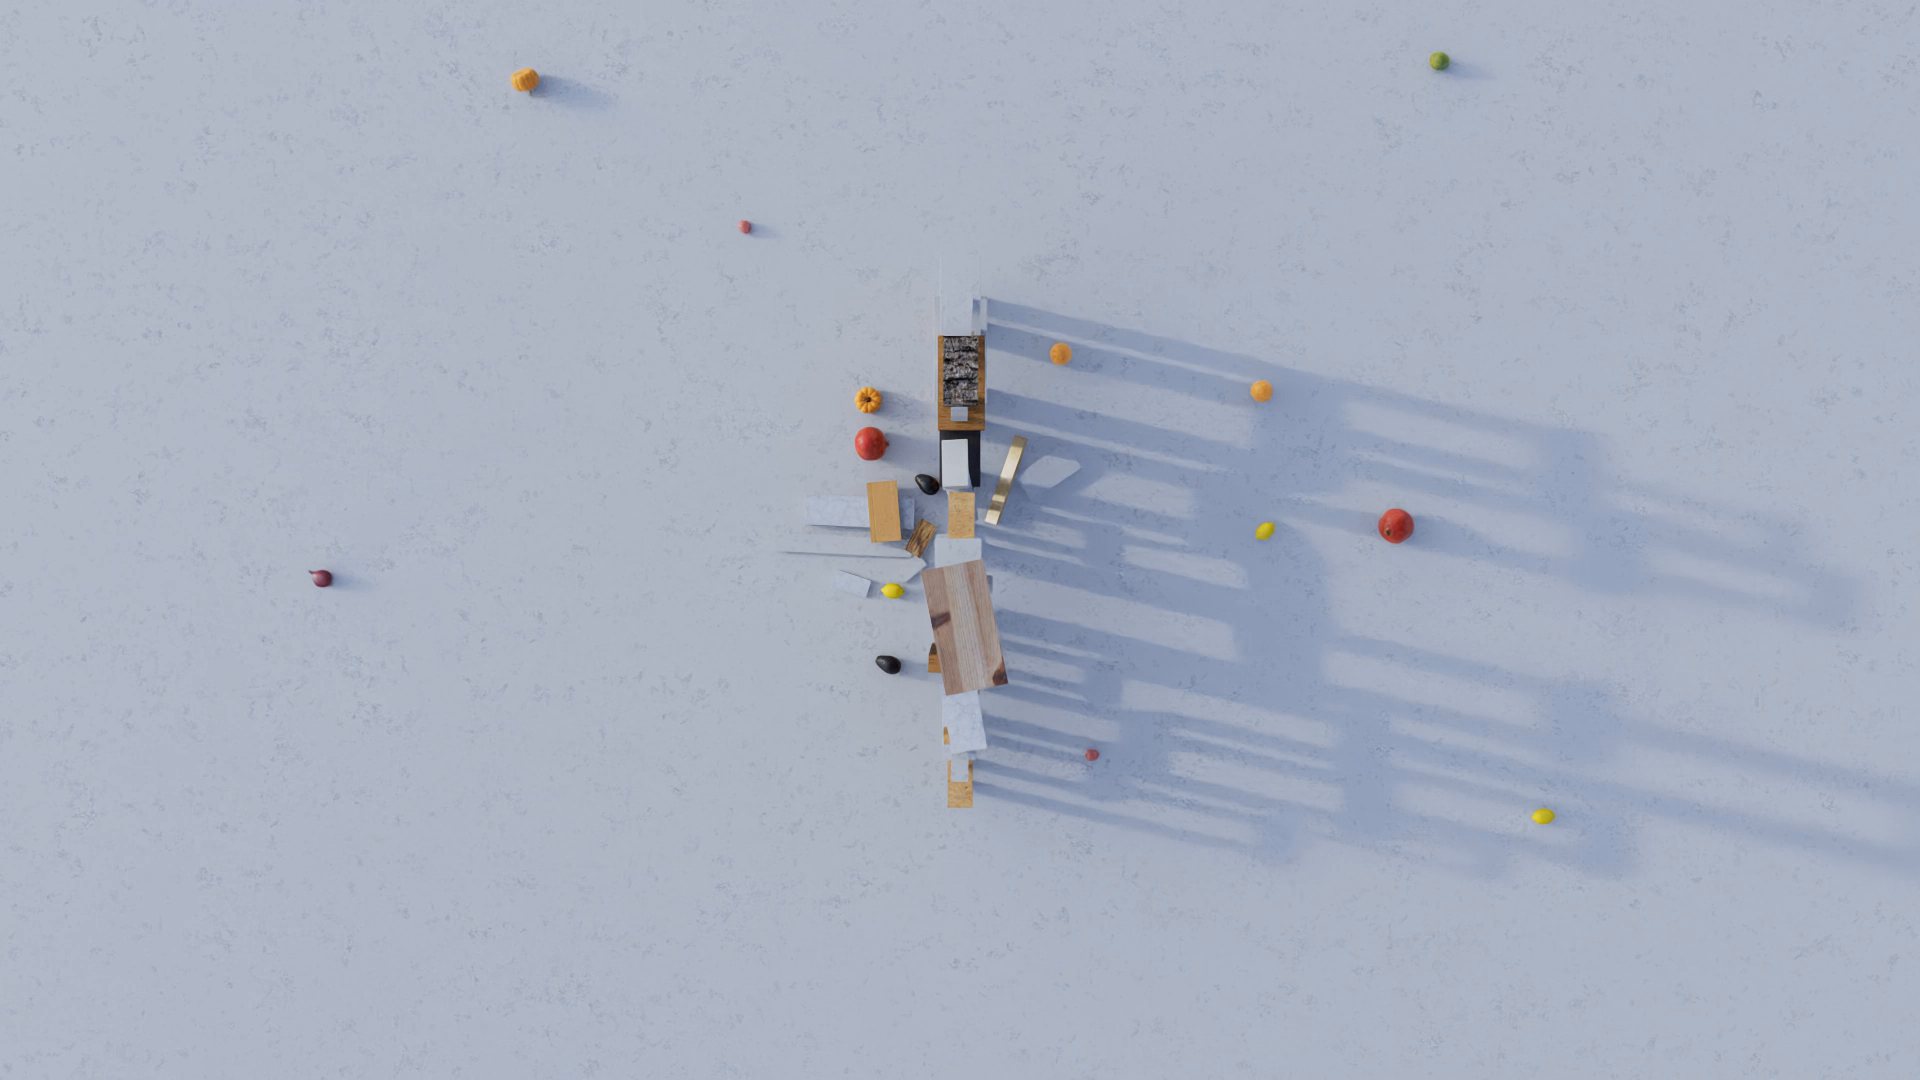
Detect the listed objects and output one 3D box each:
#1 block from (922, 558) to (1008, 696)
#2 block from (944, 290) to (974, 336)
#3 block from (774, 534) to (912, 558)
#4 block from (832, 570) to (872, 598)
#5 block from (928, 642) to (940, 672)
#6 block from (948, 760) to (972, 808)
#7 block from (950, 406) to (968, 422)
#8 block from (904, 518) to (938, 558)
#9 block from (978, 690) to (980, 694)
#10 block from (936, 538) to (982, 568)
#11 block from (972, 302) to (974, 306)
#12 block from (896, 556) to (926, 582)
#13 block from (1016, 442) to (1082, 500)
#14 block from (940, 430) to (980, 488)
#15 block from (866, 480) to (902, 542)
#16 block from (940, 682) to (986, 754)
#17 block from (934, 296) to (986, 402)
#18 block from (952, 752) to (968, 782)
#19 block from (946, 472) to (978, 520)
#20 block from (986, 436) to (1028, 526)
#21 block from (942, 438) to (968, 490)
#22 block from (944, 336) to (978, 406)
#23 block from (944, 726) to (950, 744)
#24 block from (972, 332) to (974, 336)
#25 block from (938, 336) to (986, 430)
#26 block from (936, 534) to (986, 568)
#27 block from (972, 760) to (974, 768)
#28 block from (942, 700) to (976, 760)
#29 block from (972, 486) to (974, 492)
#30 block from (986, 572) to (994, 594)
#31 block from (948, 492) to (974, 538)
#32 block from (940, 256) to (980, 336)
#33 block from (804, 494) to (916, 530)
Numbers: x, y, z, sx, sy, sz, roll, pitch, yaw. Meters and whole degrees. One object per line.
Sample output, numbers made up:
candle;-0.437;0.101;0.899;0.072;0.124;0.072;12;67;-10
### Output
block;0.012;0.236;4.475;0.172;0.049;0.344;-11;90;0
block;-0.004;-0.624;4.651;0.076;0.021;0.151;3;90;0
block;-0.388;0.017;5.492;0.458;0.017;0.059;3;90;0
block;-0.360;0.145;5.492;0.119;0.017;0.059;18;90;0
block;-0.001;0.342;4.785;0.172;0.571;0.049;2;90;0
block;0.001;0.760;5.172;0.079;0.022;0.158;0;90;0
block;-0.002;-0.370;4.766;0.048;0.096;0.014;0;70;0
block;-0.132;-0.006;5.480;0.059;0.017;0.119;30;83;-9
block;0.006;0.438;4.962;0.104;0.216;0.029;2;90;0
block;-0.003;0.131;4.862;0.135;0.038;0.269;0;90;0
block;0.004;-0.685;4.759;0.076;0.194;0.021;0;99;0
block;-0.162;0.093;5.493;0.096;0.014;0.048;-39;90;0
block;0.293;-0.226;5.486;0.199;0.028;0.099;-34;90;0
block;0.000;-0.297;5.222;0.130;0.037;0.259;0;90;0
block;-0.251;-0.094;5.458;0.099;0.028;0.199;-5;90;0
block;0.011;0.515;4.840;0.104;0.029;0.208;-9;90;0
block;0.001;-0.595;5.151;0.163;0.046;0.326;0;90;0
block;0.000;0.673;4.952;0.051;0.015;0.103;1;90;0
block;0.004;-0.134;5.170;0.081;0.023;0.161;-12;88;0
block;0.155;-0.199;5.480;0.048;0.014;0.303;19;90;37
block;-0.015;-0.237;5.159;0.081;0.023;0.161;-3;66;4
block;0.002;-0.471;4.604;0.098;0.028;0.195;0;90;0
block;0.004;0.584;4.958;0.104;0.208;0.029;-4;90;0
block;0.004;-0.578;4.738;0.076;0.151;0.021;0;106;0
block;0.004;-0.459;4.833;0.138;0.039;0.275;0;90;0
block;0.002;0.135;5.172;0.153;0.043;0.306;0;90;0
block;0.002;0.707;5.262;0.079;0.158;0.022;0;90;0
block;-0.003;0.573;5.077;0.102;0.029;0.204;-1;90;0
block;0.006;-0.099;5.190;0.070;0.020;0.140;1;88;0
block;0.004;0.116;4.671;0.172;0.344;0.049;3;90;0
block;0.005;-0.068;5.142;0.081;0.023;0.161;1;86;0
block;0.001;-0.720;4.874;0.119;0.034;0.238;0;90;0
block;-0.332;-0.094;5.486;0.361;0.028;0.099;3;90;0
